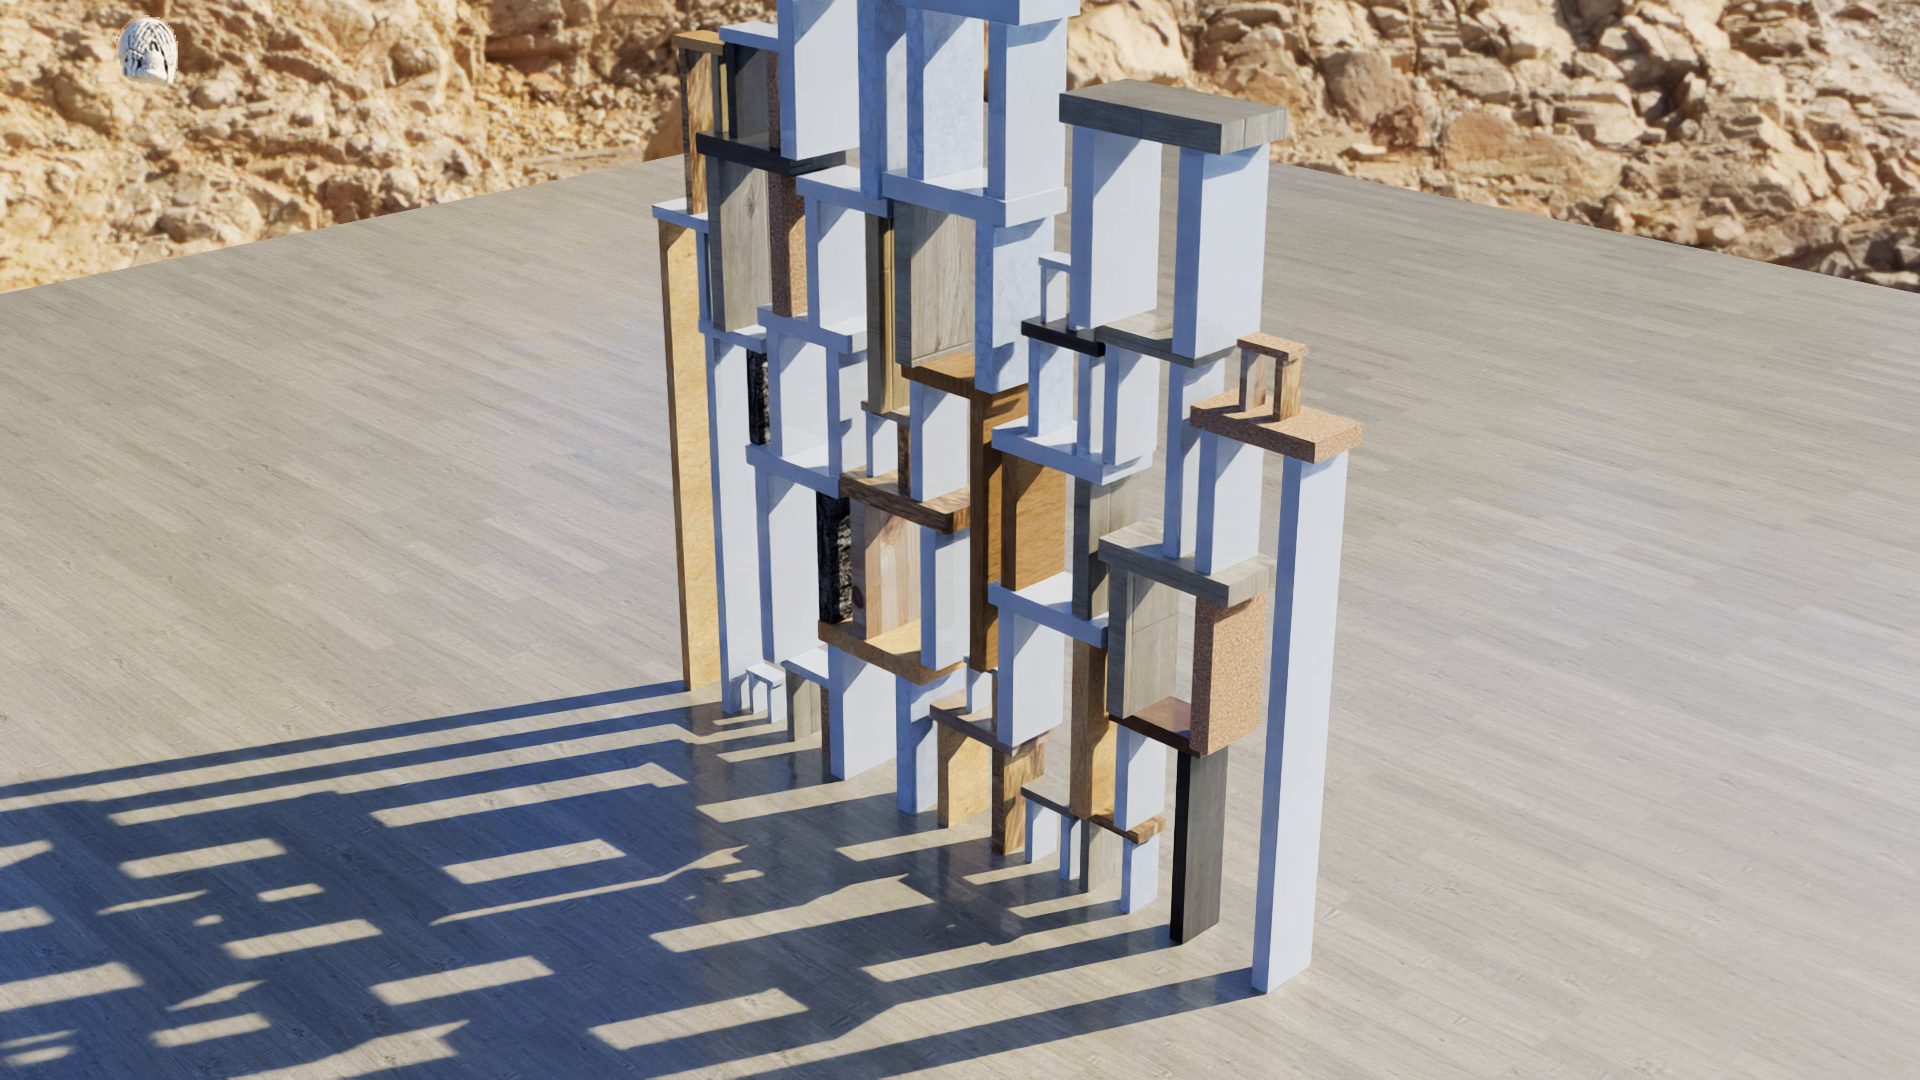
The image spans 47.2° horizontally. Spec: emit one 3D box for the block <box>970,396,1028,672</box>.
[{"bbox_3d":[0.073,-0.017,4.137,0.034,0.544,0.119,21,31,41],"label":"block"}]

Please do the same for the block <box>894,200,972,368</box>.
[{"bbox_3d":[-0.050,-0.488,4.067,0.044,0.310,0.155,21,31,40],"label":"block"}]

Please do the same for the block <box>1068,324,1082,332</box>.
[{"bbox_3d":[0.213,-0.418,3.823,0.050,0.101,0.014,-20,30,-40],"label":"block"}]

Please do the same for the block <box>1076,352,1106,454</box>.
[{"bbox_3d":[0.246,-0.250,3.854,0.090,0.181,0.026,-21,31,-41],"label":"block"}]

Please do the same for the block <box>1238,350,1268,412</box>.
[{"bbox_3d":[0.479,-0.267,3.588,0.015,0.104,0.052,21,31,40],"label":"block"}]

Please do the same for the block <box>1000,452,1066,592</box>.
[{"bbox_3d":[0.136,-0.051,4.055,0.038,0.267,0.134,21,31,40],"label":"block"}]

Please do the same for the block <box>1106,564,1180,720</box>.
[{"bbox_3d":[0.328,0.161,3.930,0.145,0.290,0.041,-21,31,-41],"label":"block"}]

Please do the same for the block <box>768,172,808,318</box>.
[{"bbox_3d":[-0.304,-0.590,4.302,0.142,0.284,0.040,-21,31,-40],"label":"block"}]

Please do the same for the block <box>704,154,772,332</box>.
[{"bbox_3d":[-0.438,-0.609,4.439,0.142,0.357,0.040,-21,31,-40],"label":"block"}]

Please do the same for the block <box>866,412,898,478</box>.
[{"bbox_3d":[-0.153,-0.194,4.300,0.019,0.132,0.066,21,31,41],"label":"block"}]

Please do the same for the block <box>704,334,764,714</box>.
[{"bbox_3d":[-0.481,-0.034,4.727,0.029,0.869,0.101,21,31,41],"label":"block"}]

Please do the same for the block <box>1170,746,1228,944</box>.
[{"bbox_3d":[0.433,0.540,3.985,0.030,0.392,0.107,21,31,41],"label":"block"}]

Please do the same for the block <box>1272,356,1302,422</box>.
[{"bbox_3d":[0.528,-0.248,3.543,0.015,0.104,0.052,21,31,41],"label":"block"}]

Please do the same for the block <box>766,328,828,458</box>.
[{"bbox_3d":[-0.325,-0.312,4.447,0.038,0.266,0.133,21,31,41],"label":"block"}]

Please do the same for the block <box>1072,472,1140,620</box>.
[{"bbox_3d":[0.262,-0.002,3.939,0.134,0.267,0.038,-21,31,-41],"label":"block"}]

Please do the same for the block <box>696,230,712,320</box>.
[{"bbox_3d":[-0.496,-0.554,4.528,0.093,0.186,0.026,-21,31,-41],"label":"block"}]

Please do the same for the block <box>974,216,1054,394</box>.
[{"bbox_3d":[0.097,-0.431,3.932,0.044,0.310,0.155,21,31,40],"label":"block"}]

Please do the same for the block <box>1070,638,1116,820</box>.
[{"bbox_3d":[0.267,0.328,4.068,0.040,0.361,0.140,21,31,41],"label":"block"}]

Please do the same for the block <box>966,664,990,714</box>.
[{"bbox_3d":[0.037,0.283,4.298,0.052,0.104,0.015,-21,31,-41],"label":"block"}]

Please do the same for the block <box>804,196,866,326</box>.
[{"bbox_3d":[-0.238,-0.548,4.246,0.035,0.250,0.125,21,31,41],"label":"block"}]

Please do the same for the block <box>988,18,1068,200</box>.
[{"bbox_3d":[0.116,-0.749,3.788,0.043,0.301,0.150,21,31,41],"label":"block"}]

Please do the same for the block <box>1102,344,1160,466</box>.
[{"bbox_3d":[0.296,-0.246,3.800,0.108,0.216,0.031,-21,31,-40],"label":"block"}]

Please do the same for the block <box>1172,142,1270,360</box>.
[{"bbox_3d":[0.422,-0.478,3.558,0.048,0.338,0.169,21,31,40],"label":"block"}]

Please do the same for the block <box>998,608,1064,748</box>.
[{"bbox_3d":[0.135,0.240,4.174,0.040,0.281,0.140,21,31,41],"label":"block"}]

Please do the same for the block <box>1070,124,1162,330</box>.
[{"bbox_3d":[0.262,-0.540,3.705,0.169,0.338,0.048,-21,31,-40],"label":"block"}]

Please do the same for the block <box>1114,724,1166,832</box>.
[{"bbox_3d":[0.332,0.419,4.042,0.030,0.213,0.107,21,31,41],"label":"block"}]

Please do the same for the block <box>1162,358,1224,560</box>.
[{"bbox_3d":[0.396,-0.146,3.732,0.031,0.348,0.108,21,31,41],"label":"block"}]

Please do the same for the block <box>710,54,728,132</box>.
[{"bbox_3d":[-0.453,-0.888,4.340,0.076,0.152,0.022,-21,31,-40],"label":"block"}]

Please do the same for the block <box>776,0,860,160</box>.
[{"bbox_3d":[-0.264,-0.888,4.124,0.162,0.323,0.046,-21,32,-40],"label":"block"}]

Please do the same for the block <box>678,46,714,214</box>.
[{"bbox_3d":[-0.524,-0.830,4.442,0.076,0.337,0.022,-22,31,-40],"label":"block"}]

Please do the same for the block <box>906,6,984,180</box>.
[{"bbox_3d":[-0.026,-0.805,3.918,0.043,0.301,0.150,21,31,40],"label":"block"}]

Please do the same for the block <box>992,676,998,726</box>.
[{"bbox_3d":[0.086,0.302,4.253,0.052,0.104,0.015,-21,31,-41],"label":"block"}]

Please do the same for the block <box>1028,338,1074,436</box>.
[{"bbox_3d":[0.162,-0.284,3.933,0.026,0.181,0.090,21,31,40],"label":"block"}]

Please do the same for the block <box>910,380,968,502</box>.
[{"bbox_3d":[-0.040,-0.201,4.181,0.119,0.238,0.034,-21,31,-41],"label":"block"}]

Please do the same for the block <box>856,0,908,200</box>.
[{"bbox_3d":[-0.109,-0.812,3.993,0.046,0.362,0.162,21,31,40],"label":"block"}]

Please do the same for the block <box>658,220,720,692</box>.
[{"bbox_3d":[-0.583,-0.175,4.785,0.026,1.084,0.093,21,31,41],"label":"block"}]

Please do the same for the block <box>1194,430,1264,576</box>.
[{"bbox_3d":[0.453,-0.079,3.694,0.126,0.253,0.036,-21,31,-41],"label":"block"}]

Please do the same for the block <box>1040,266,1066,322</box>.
[{"bbox_3d":[0.165,-0.437,3.866,0.050,0.101,0.014,-21,30,-40],"label":"block"}]

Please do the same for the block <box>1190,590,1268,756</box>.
[{"bbox_3d":[0.464,0.214,3.804,0.041,0.290,0.145,21,31,41],"label":"block"}]

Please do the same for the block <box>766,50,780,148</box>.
[{"bbox_3d":[-0.325,-0.851,4.213,0.092,0.184,0.026,-21,31,-40],"label":"block"}]

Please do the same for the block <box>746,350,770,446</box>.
[{"bbox_3d":[-0.387,-0.304,4.509,0.101,0.202,0.029,-21,31,-40],"label":"block"}]

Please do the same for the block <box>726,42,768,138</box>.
[{"bbox_3d":[-0.411,-0.885,4.293,0.092,0.184,0.026,-21,31,-40],"label":"block"}]

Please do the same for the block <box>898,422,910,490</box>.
[{"bbox_3d":[-0.090,-0.170,4.242,0.019,0.132,0.066,21,31,40],"label":"block"}]

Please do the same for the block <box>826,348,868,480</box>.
[{"bbox_3d":[-0.200,-0.263,4.331,0.133,0.265,0.038,-21,31,-40],"label":"block"}]

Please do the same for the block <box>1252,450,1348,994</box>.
[{"bbox_3d":[0.573,0.315,3.731,0.036,1.006,0.126,21,31,41],"label":"block"}]

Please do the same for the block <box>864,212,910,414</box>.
[{"bbox_3d":[-0.119,-0.440,4.165,0.035,0.387,0.125,21,31,40],"label":"block"}]
